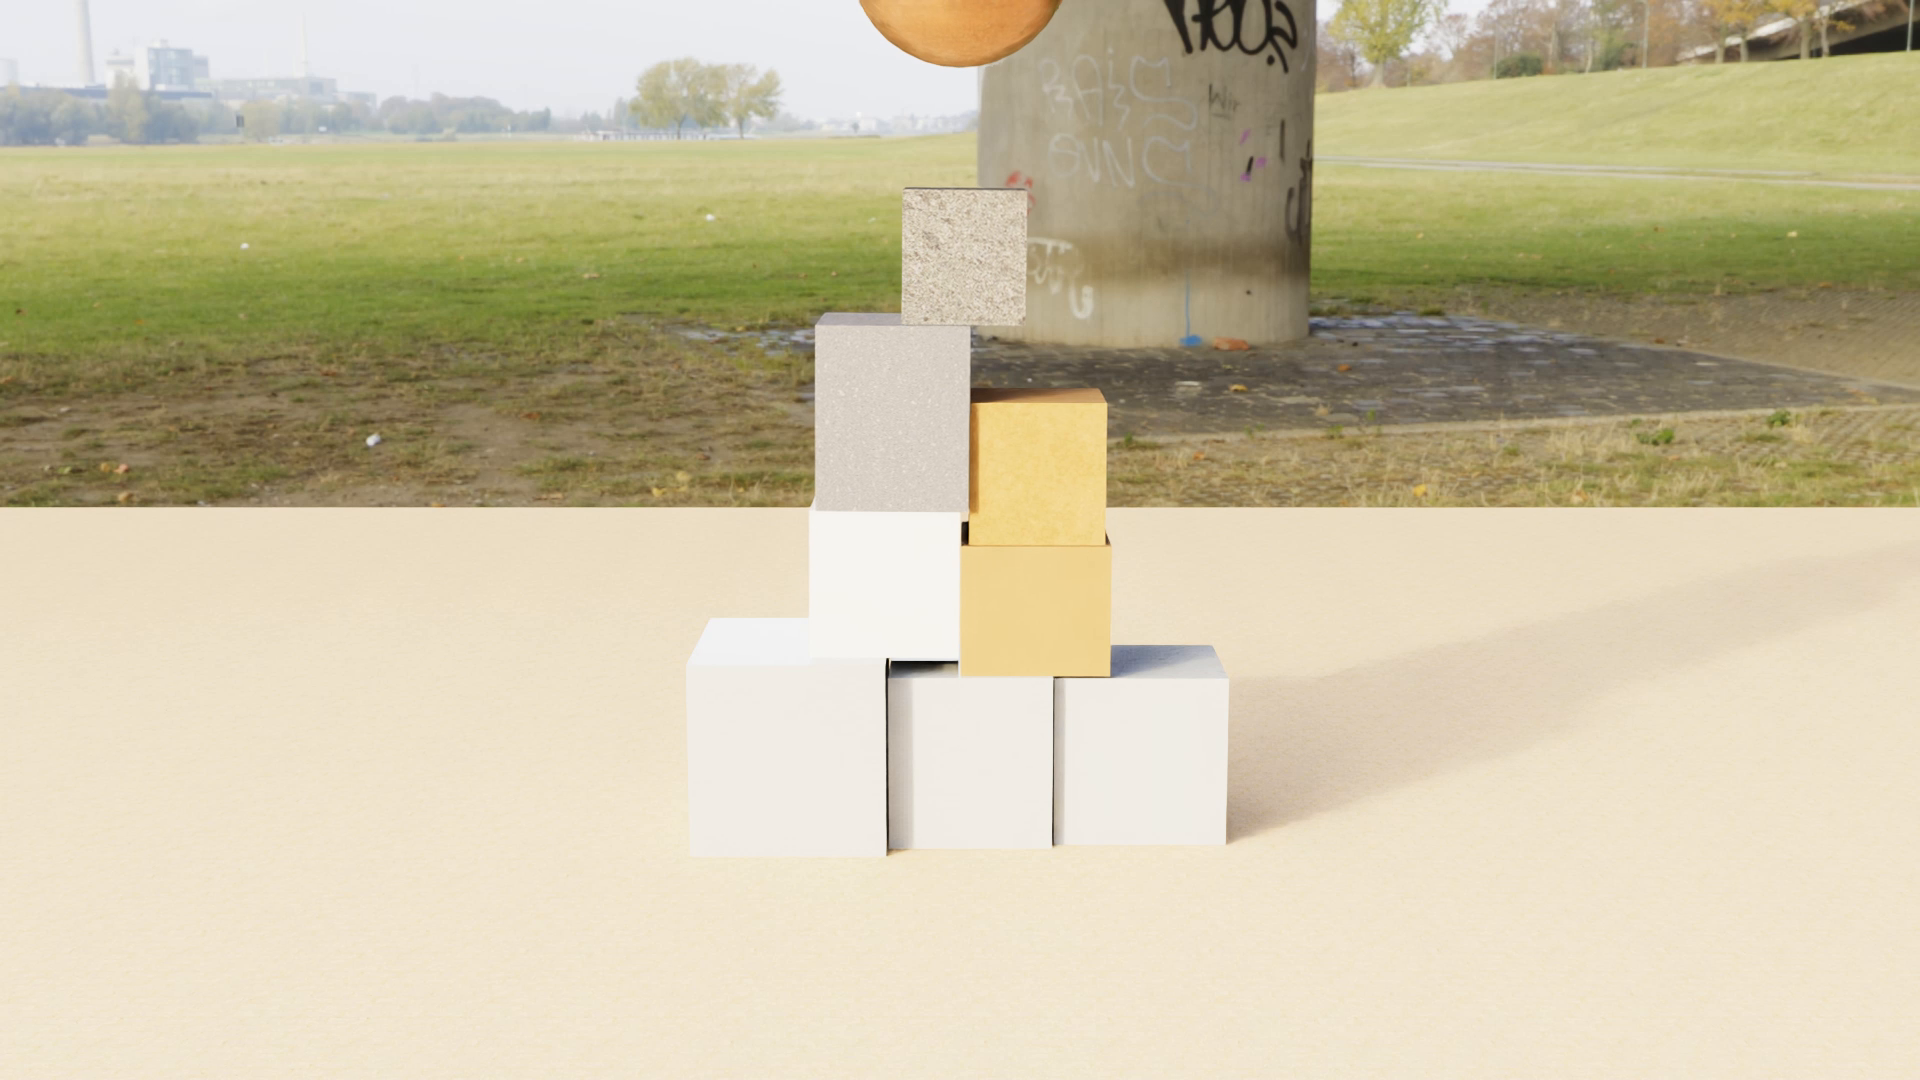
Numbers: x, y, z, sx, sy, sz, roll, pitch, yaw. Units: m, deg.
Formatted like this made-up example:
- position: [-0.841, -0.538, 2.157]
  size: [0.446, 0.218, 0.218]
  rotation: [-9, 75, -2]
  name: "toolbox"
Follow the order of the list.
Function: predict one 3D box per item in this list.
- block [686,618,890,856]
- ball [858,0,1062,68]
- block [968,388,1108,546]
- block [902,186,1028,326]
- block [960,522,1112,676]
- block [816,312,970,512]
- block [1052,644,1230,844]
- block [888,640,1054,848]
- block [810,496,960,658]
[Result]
- position: [-0.853, 0.995, 11.366]
  size: [0.974, 0.975, 1.087]
  rotation: [0, 10, 0]
  name: "block"
- position: [0.000, -4.167, 15.611]
  size: [1.600, 1.600, 1.600]
  rotation: [0, 10, 0]
  name: "ball"
- position: [0.381, -0.381, 11.115]
  size: [0.671, 0.704, 0.663]
  rotation: [0, 10, 0]
  name: "block"
- position: [0.020, -1.417, 10.928]
  size: [0.600, 0.647, 0.609]
  rotation: [1, 10, 0]
  name: "block"
- position: [0.375, 0.289, 11.227]
  size: [0.743, 0.654, 0.734]
  rotation: [0, 10, 0]
  name: "block"
- position: [-0.329, -0.655, 11.067]
  size: [0.748, 0.909, 0.777]
  rotation: [1, 10, 0]
  name: "block"
- position: [0.906, 1.048, 11.389]
  size: [0.869, 0.863, 0.746]
  rotation: [0, 10, 0]
  name: "block"
- position: [0.052, 1.044, 11.365]
  size: [0.817, 0.880, 0.824]
  rotation: [0, 10, 0]
  name: "block"
- position: [-0.373, 0.156, 11.201]
  size: [0.739, 0.736, 0.736]
  rotation: [1, 10, 0]
  name: "block"
